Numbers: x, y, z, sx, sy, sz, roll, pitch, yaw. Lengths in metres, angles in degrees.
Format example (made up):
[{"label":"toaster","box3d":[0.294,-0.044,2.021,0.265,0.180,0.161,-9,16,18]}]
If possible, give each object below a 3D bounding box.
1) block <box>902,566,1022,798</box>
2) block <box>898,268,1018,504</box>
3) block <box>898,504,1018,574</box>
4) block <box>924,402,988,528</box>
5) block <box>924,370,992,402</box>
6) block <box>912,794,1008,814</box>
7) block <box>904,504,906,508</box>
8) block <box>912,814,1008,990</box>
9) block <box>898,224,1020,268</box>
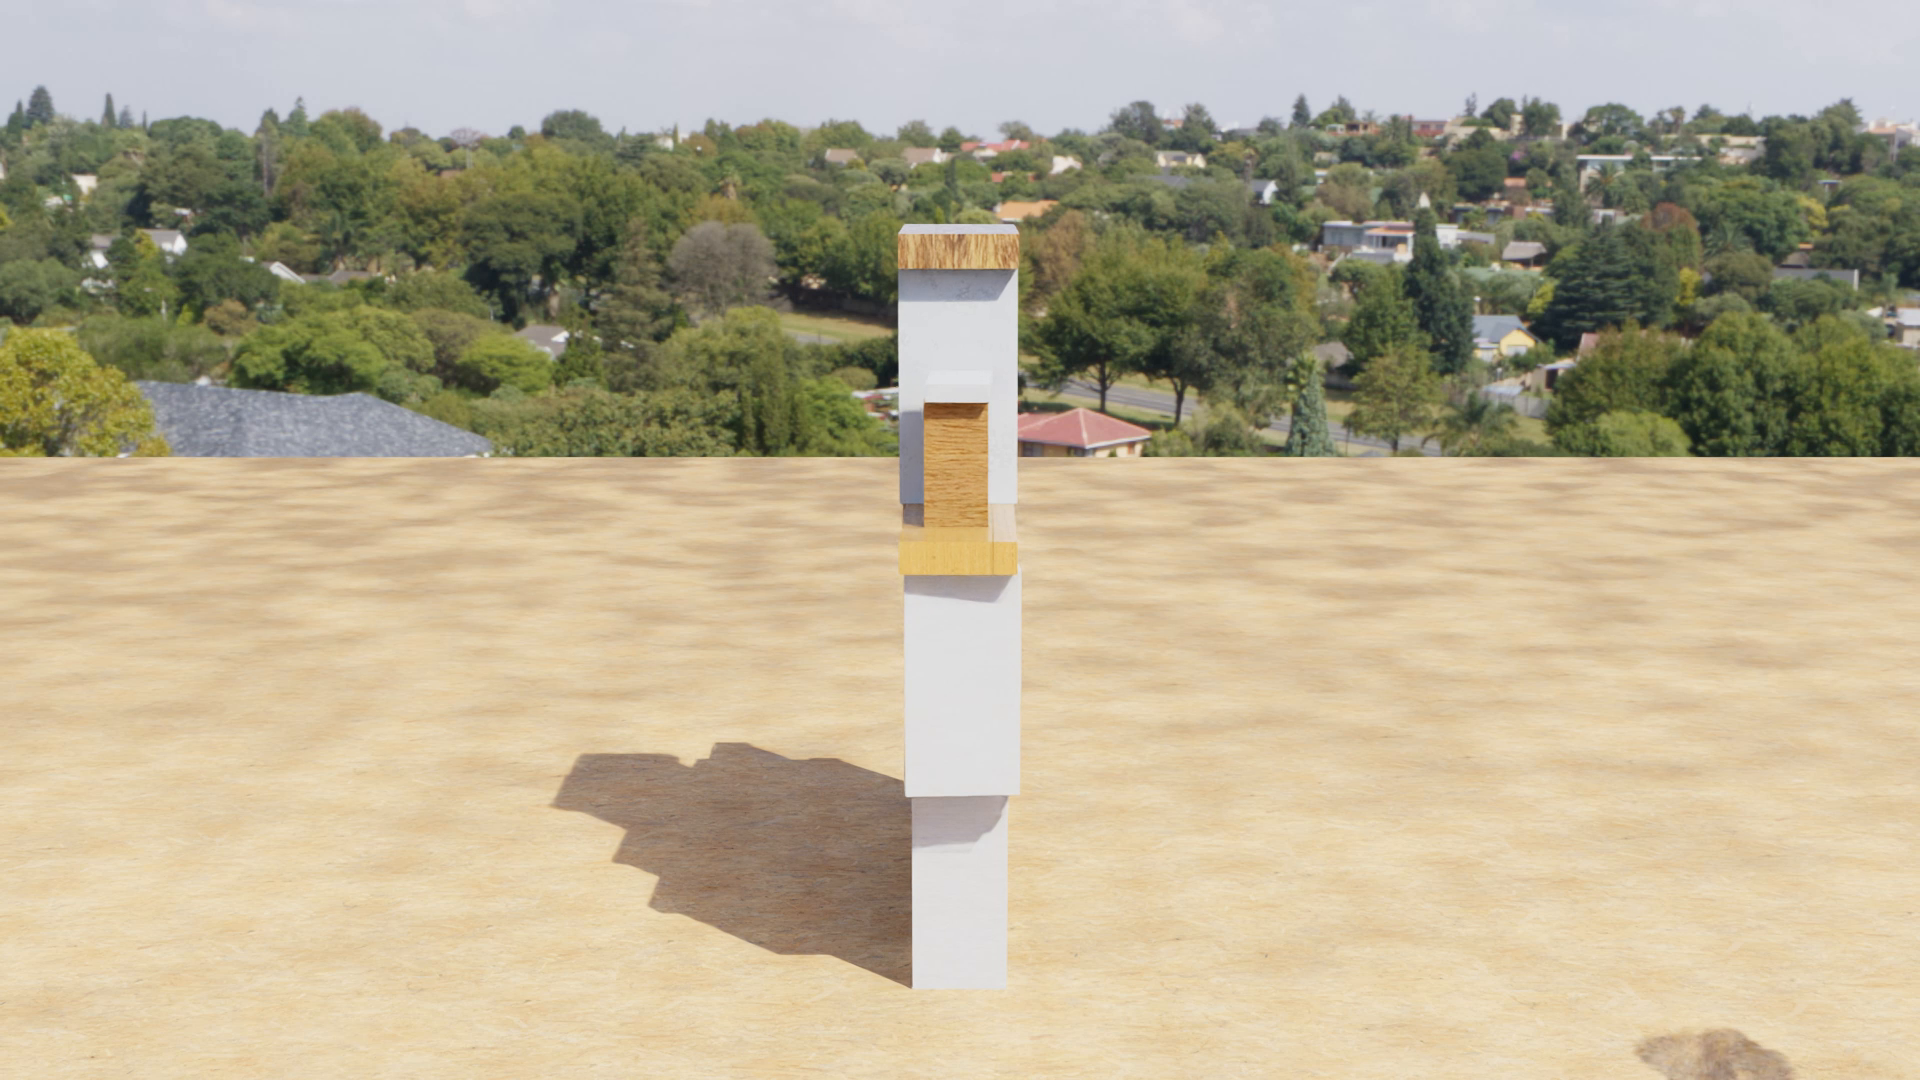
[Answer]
[{"label":"block","box3d":[0.002,0.200,3.125,0.164,0.328,0.046,-1,12,-4]},{"label":"block","box3d":[-0.003,-0.235,3.339,0.179,0.357,0.051,0,9,0]},{"label":"block","box3d":[-0.002,-0.004,3.198,0.164,0.046,0.328,0,10,0]},{"label":"block","box3d":[-0.006,-0.109,3.138,0.091,0.182,0.026,0,11,1]},{"label":"block","box3d":[-0.001,-0.222,3.176,0.091,0.026,0.182,0,10,2]},{"label":"block","box3d":[0.000,0.350,3.317,0.140,0.040,0.280,0,11,0]},{"label":"block","box3d":[-0.003,-0.243,3.581,0.179,0.432,0.051,0,10,0]},{"label":"block","box3d":[0.000,0.525,3.255,0.140,0.280,0.040,0,11,0]},{"label":"block","box3d":[-0.001,-0.459,3.421,0.179,0.051,0.357,0,10,0]}]
